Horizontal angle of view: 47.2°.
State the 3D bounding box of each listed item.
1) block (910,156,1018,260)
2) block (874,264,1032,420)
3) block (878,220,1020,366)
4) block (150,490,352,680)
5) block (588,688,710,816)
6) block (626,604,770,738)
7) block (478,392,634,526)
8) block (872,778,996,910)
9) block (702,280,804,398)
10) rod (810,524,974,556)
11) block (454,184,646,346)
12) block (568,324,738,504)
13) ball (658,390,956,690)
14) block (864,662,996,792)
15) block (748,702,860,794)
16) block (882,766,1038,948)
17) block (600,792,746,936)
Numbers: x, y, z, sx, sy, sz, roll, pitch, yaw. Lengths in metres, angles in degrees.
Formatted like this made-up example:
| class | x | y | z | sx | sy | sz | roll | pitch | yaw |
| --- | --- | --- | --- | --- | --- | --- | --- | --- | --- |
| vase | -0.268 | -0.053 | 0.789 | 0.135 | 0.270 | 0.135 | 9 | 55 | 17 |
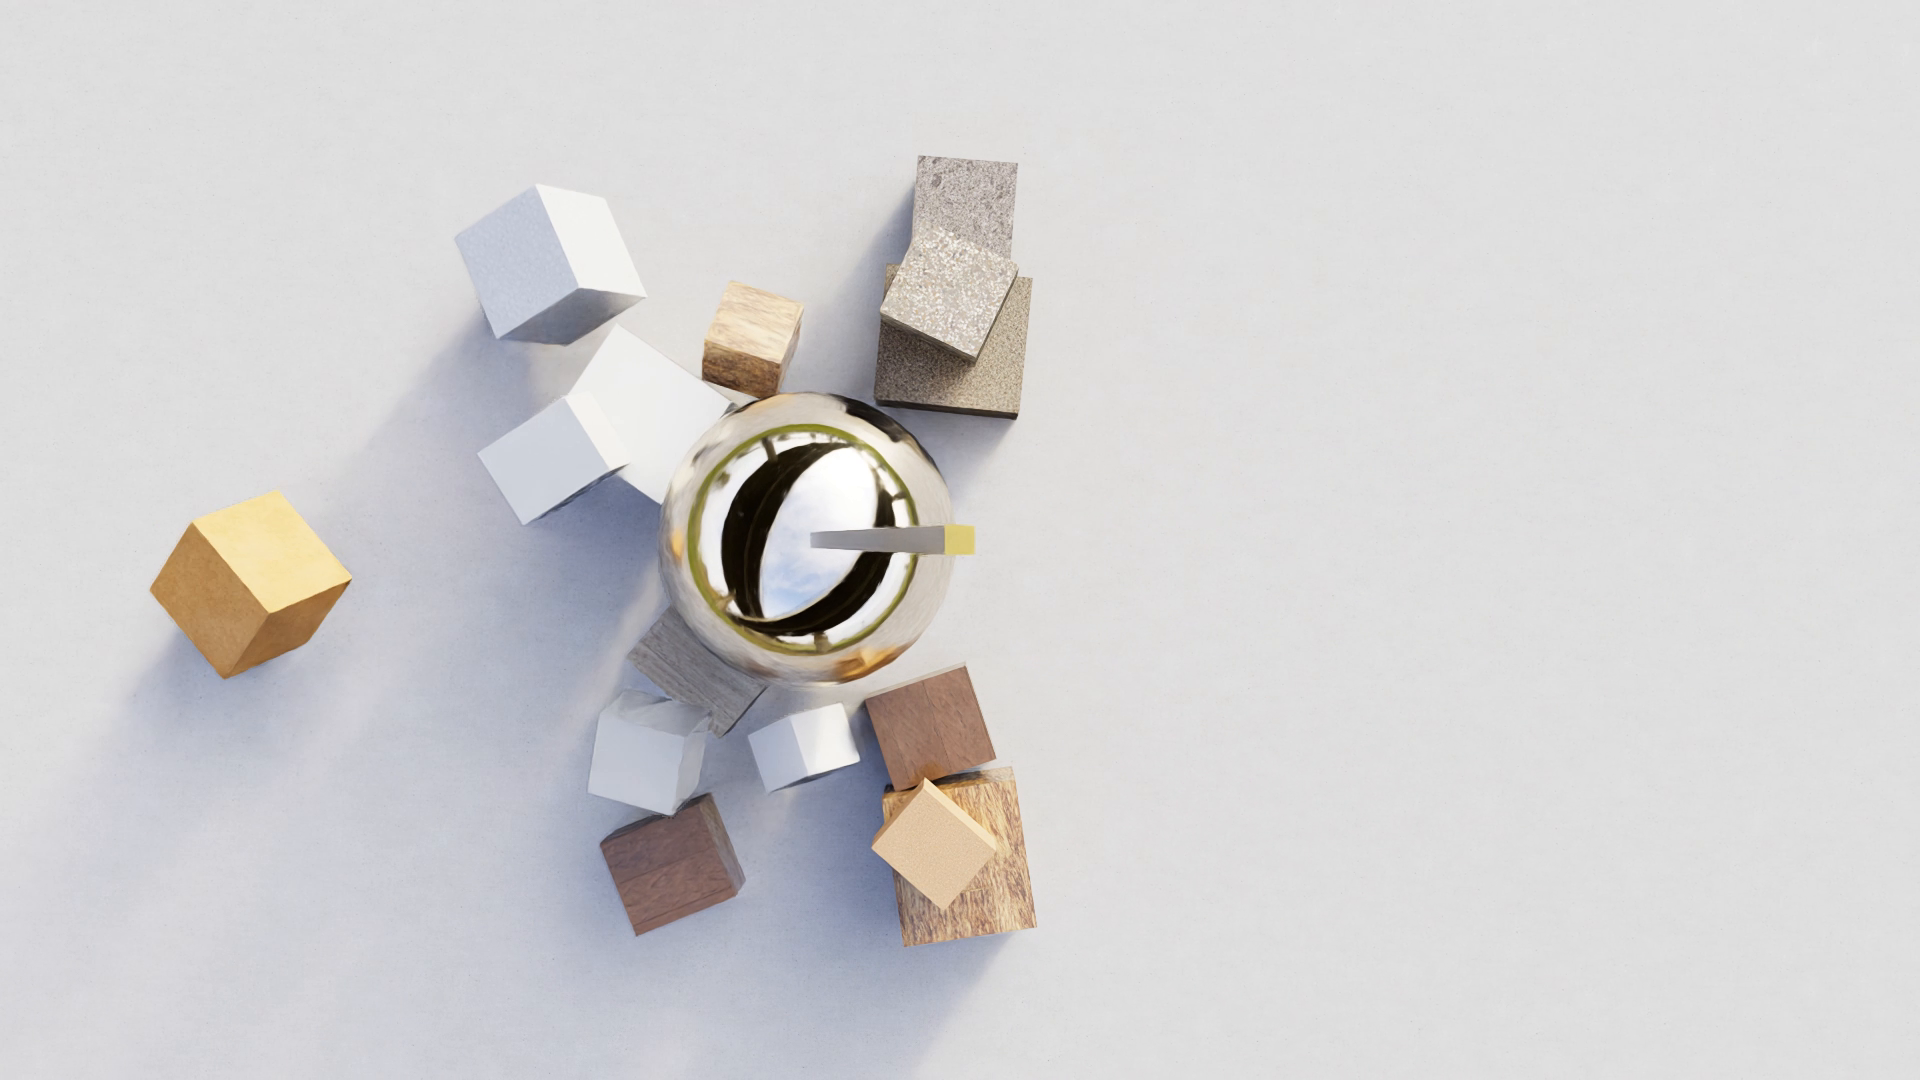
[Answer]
| class | x | y | z | sx | sy | sz | roll | pitch | yaw |
| --- | --- | --- | --- | --- | --- | --- | --- | --- | --- |
| block | 0.021 | -1.835 | 12.675 | 0.565 | 0.651 | 0.610 | 5 | 90 | 0 |
| block | -0.039 | -1.130 | 12.653 | 0.823 | 0.693 | 0.761 | 6 | 90 | 0 |
| block | -0.057 | -1.348 | 12.038 | 0.575 | 0.538 | 0.546 | 25 | 90 | 0 |
| block | -4.033 | 0.251 | 12.516 | 0.689 | 0.647 | 0.631 | 48 | 123 | 7 |
| block | -1.730 | 1.176 | 12.265 | 0.495 | 0.446 | 0.475 | 14 | 108 | 9 |
| block | -1.400 | 0.634 | 12.701 | 0.706 | 0.599 | 0.684 | 40 | 90 | 0 |
| block | -2.202 | -0.452 | 12.027 | 0.575 | 0.497 | 0.459 | -32 | 93 | 10 |
| block | -0.141 | 1.653 | 12.001 | 0.514 | 0.525 | 0.426 | 41 | 90 | 0 |
| block | -1.184 | -1.130 | 12.554 | 0.445 | 0.401 | 0.443 | 18 | 59 | 1 |
| rod | -0.353 | 0.000 | 8.425 | 0.080 | 5.200 | 0.080 | 0 | 90 | -8 |
| block | -2.324 | -1.552 | 12.518 | 0.611 | 0.698 | 0.647 | -28 | 81 | 22 |
| block | -1.784 | -0.697 | 12.625 | 0.777 | 0.733 | 0.696 | 34 | 90 | 1 |
| ball | -0.815 | 0.000 | 11.793 | 1.600 | 1.600 | 1.600 | 0 | 90 | 0 |
| block | -0.167 | 1.075 | 12.750 | 0.607 | 0.501 | 0.558 | -18 | 90 | 0 |
| block | -0.896 | 1.198 | 12.655 | 0.398 | 0.415 | 0.354 | -11 | 78 | -44 |
| block | -0.003 | 1.803 | 12.632 | 0.753 | 0.736 | 0.834 | -9 | 90 | 0 |
| block | -1.649 | 1.861 | 12.697 | 0.604 | 0.607 | 0.563 | -22 | 90 | 0 |
